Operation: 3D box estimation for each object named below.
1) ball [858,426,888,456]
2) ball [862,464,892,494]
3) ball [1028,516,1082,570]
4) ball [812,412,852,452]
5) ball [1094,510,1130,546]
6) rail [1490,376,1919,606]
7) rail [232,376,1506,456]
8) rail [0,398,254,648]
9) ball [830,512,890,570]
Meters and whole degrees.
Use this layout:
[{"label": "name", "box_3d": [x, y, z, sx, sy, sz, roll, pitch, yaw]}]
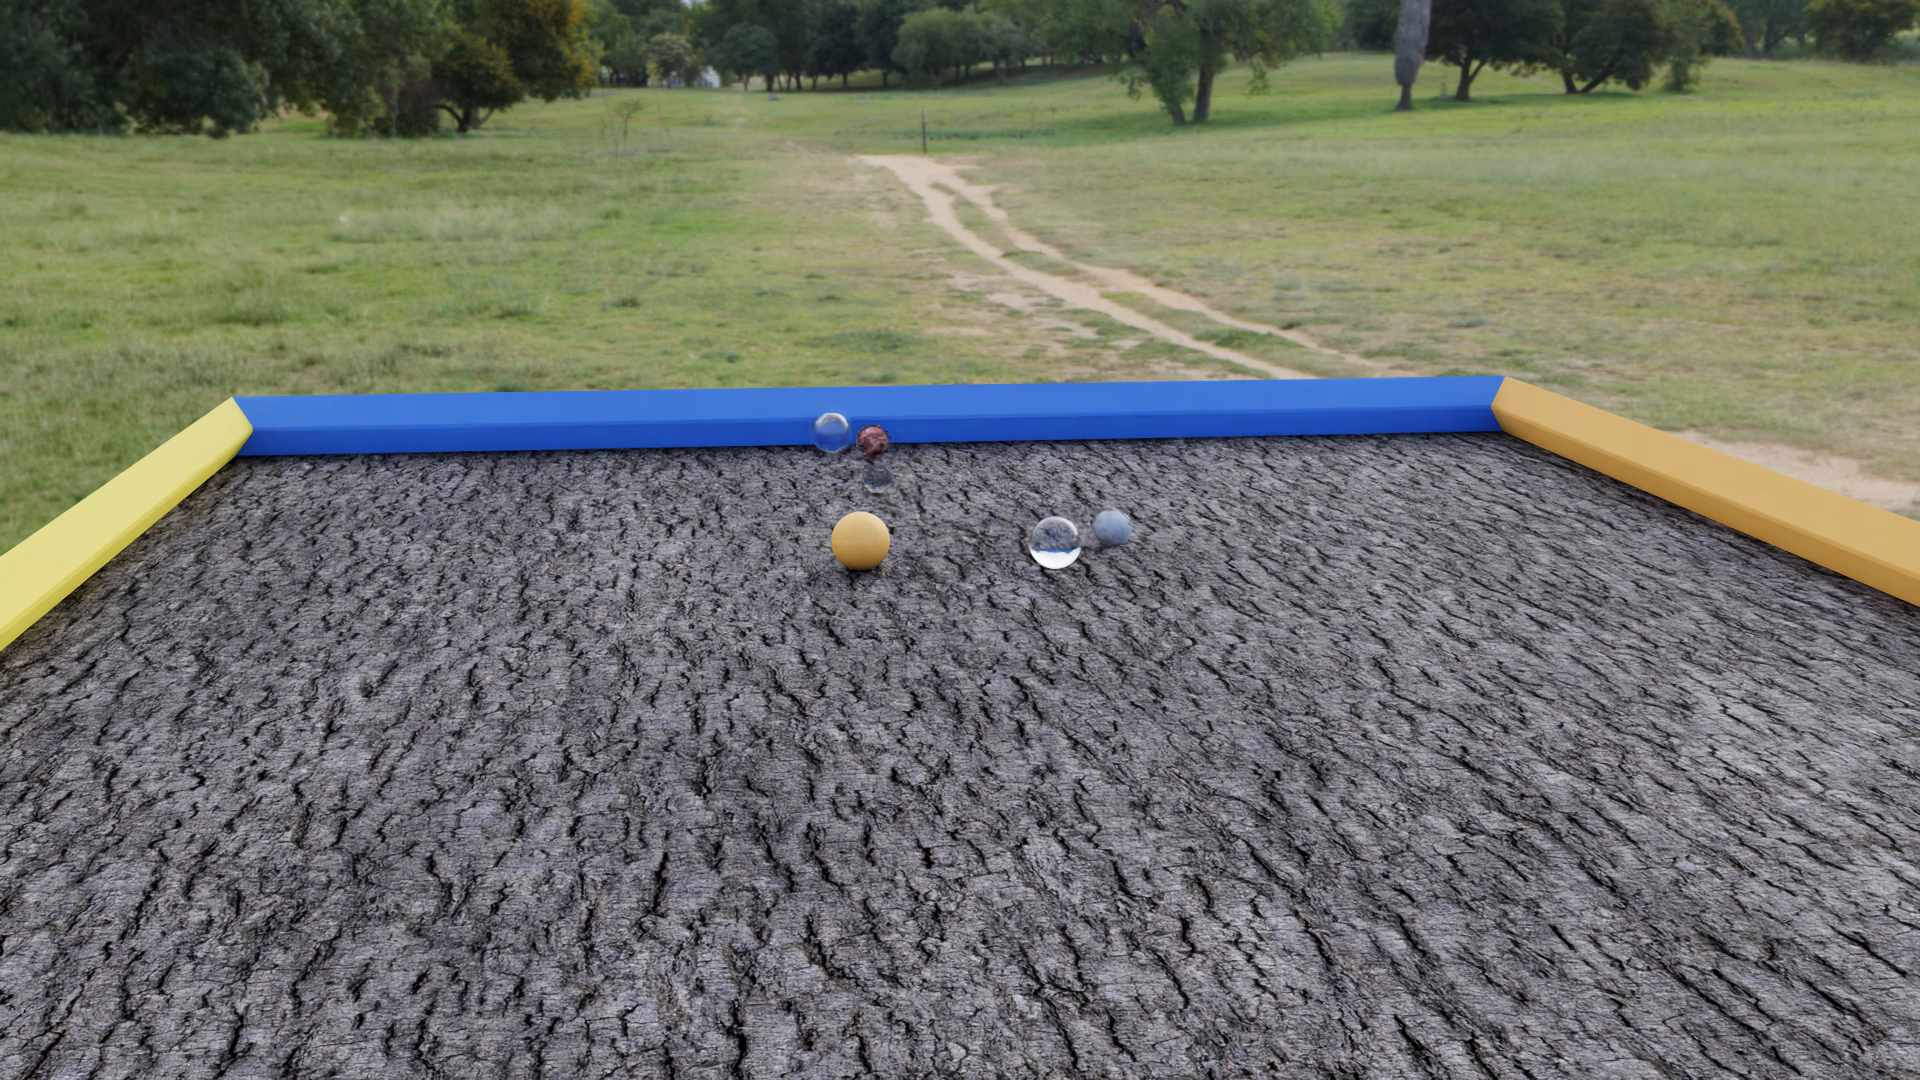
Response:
[{"label": "ball", "box_3d": [-0.163, -0.185, 4.136, 0.055, 0.055, 0.055, 0, 12, 0]}, {"label": "ball", "box_3d": [-0.141, -0.105, 3.757, 0.052, 0.052, 0.052, 0, 12, 0]}, {"label": "ball", "box_3d": [0.138, 0.004, 3.172, 0.076, 0.076, 0.076, 0, 12, 0]}, {"label": "ball", "box_3d": [-0.243, -0.204, 4.175, 0.077, 0.077, 0.077, 0, 12, 0]}, {"label": "ball", "box_3d": [0.229, -0.018, 3.329, 0.055, 0.055, 0.055, 0, 12, 0]}, {"label": "rail", "box_3d": [1.344, 0.167, 2.294, 0.045, 0.110, 4.398, -1, 12, -7]}, {"label": "rail", "box_3d": [-0.132, -0.240, 4.261, 2.485, 0.110, 0.045, -1, 12, -7]}, {"label": "rail", "box_3d": [-1.075, 0.228, 2.001, 0.045, 0.110, 4.398, -1, 12, -7]}, {"label": "ball", "box_3d": [-0.143, 0.002, 3.160, 0.085, 0.085, 0.085, 0, 12, 0]}]
